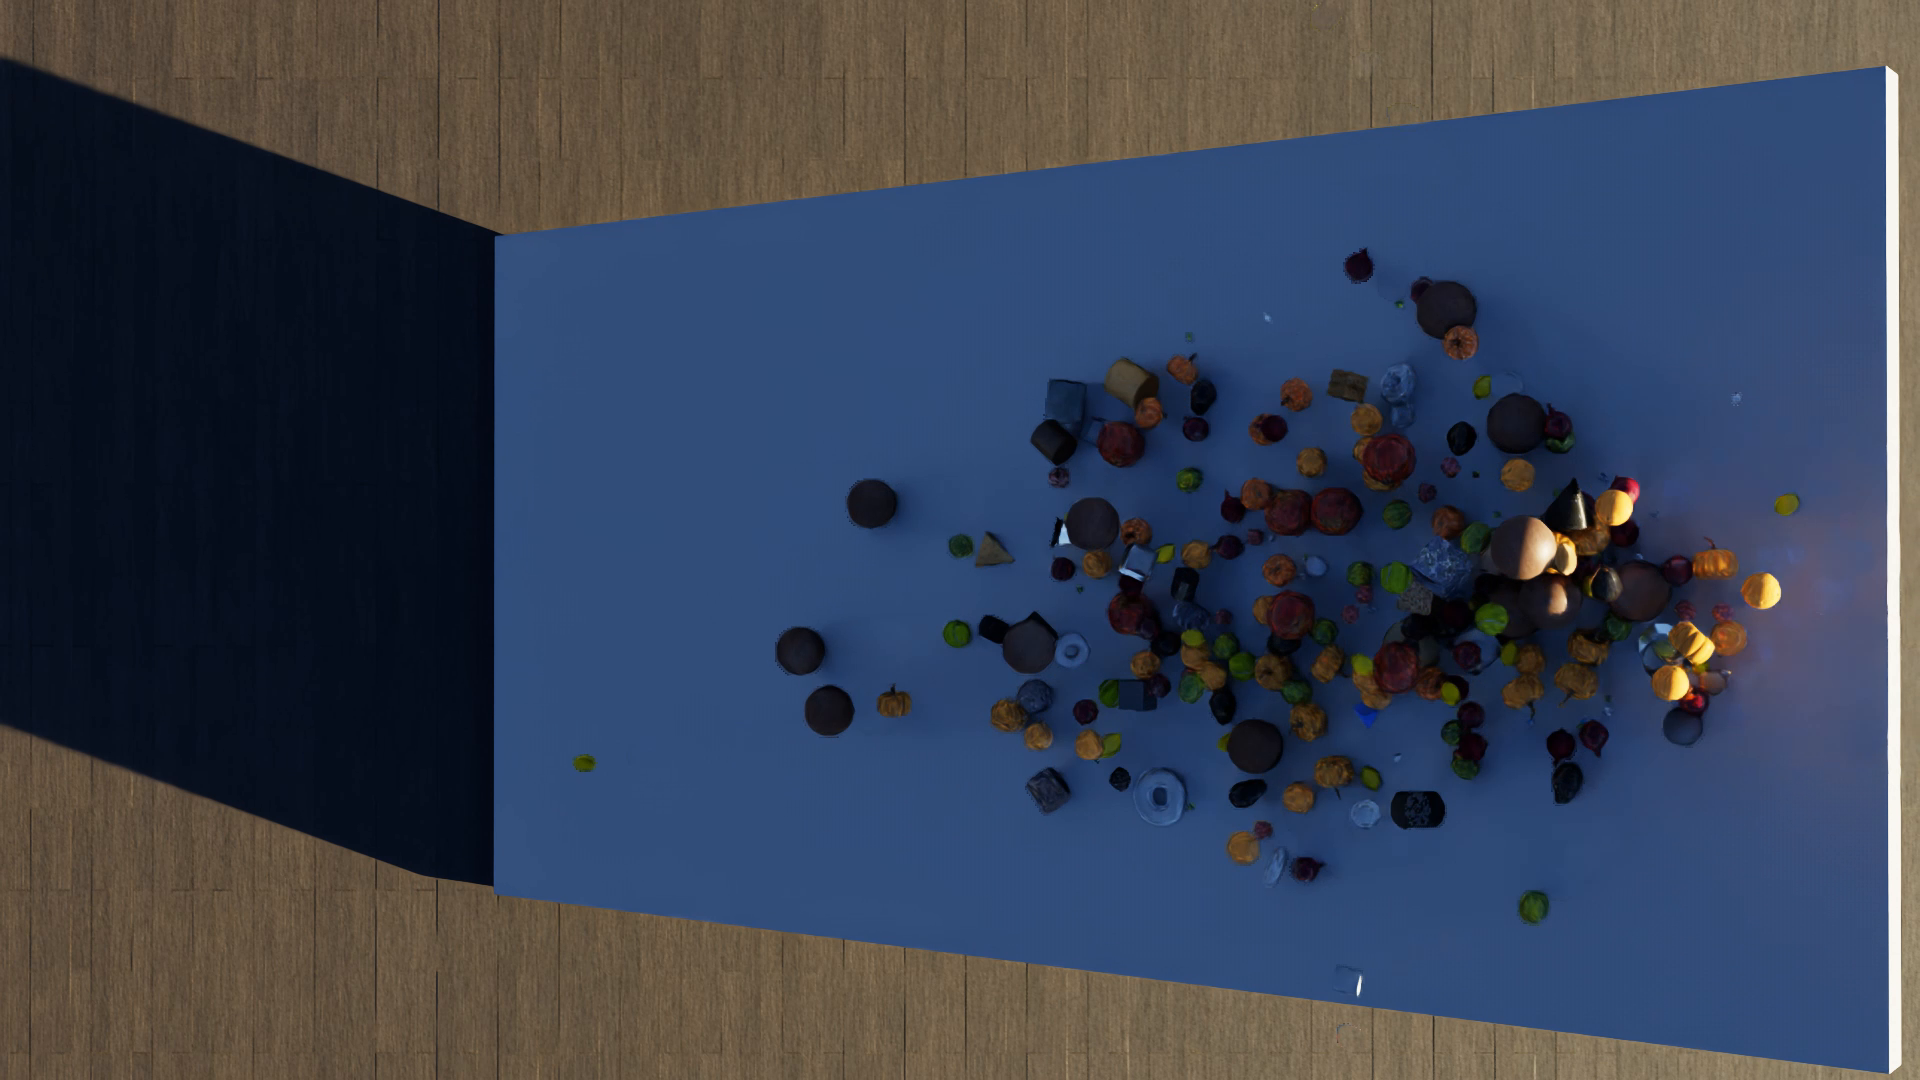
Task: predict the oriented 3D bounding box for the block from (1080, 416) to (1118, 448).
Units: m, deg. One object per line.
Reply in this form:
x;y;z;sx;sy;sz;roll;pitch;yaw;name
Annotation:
0.341;-0.264;5.401;0.056;0.056;0.056;38;111;29;block

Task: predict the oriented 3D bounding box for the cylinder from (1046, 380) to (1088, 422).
0.264;-0.344;5.426;0.094;0.094;0.094;7;98;0;cylinder

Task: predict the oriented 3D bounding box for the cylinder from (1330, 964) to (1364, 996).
0.854;0.972;4.854;0.057;0.057;0.057;11;90;20;cylinder

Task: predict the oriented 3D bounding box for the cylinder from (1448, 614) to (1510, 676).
1.134;0.229;4.803;0.095;0.095;0.095;45;115;0;cylinder

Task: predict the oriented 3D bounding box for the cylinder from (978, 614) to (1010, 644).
0.086;0.227;5.577;0.057;0.057;0.057;26;90;34;cylinder

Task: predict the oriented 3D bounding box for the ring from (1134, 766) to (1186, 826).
0.482;0.618;5.299;0.142;0.047;0.142;1;91;35;ring

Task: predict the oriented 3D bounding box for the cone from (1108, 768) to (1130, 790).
0.378;0.587;5.368;0.056;0.056;0.056;0;89;36;cone

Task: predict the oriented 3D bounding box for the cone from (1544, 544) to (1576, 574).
1.212;0.043;4.484;0.062;0.062;0.062;4;82;-30;cone

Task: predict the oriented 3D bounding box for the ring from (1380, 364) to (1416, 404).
0.983;-0.352;4.938;0.032;0.096;0.096;24;90;-31;ring

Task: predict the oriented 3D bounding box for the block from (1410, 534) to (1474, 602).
1.050;0.062;4.790;0.090;0.090;0.090;39;84;30;block

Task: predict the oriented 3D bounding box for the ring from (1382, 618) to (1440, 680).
1.010;0.244;4.927;0.135;0.045;0.135;1;91;35;ring

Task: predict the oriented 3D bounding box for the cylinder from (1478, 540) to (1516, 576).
1.140;0.038;4.668;0.057;0.057;0.057;29;111;0;cylinder

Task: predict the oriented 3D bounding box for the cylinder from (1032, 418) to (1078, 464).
0.234;-0.244;5.460;0.083;0.083;0.083;-45;63;0;cylinder

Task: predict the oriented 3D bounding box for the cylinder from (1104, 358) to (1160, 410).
0.415;-0.377;5.324;0.095;0.095;0.095;34;90;31;cylinder

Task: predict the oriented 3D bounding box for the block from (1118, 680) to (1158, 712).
0.431;0.375;5.323;0.070;0.070;0.070;2;91;35;block

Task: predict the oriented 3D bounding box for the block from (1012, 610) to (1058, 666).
0.191;0.244;5.461;0.079;0.079;0.079;-40;51;-8;block

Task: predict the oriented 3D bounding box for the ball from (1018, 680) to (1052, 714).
0.186;0.390;5.488;0.085;0.085;0.085;0;90;0;ball

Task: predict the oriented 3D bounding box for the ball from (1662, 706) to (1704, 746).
1.497;0.386;4.555;0.081;0.081;0.081;0;90;0;ball

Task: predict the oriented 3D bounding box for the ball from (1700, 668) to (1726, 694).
1.552;0.292;4.533;0.054;0.054;0.054;0;90;0;ball

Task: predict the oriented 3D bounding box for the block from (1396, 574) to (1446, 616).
1.030;0.122;4.891;0.080;0.080;0.080;12;97;35;block

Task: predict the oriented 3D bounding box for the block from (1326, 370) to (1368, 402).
0.865;-0.344;4.908;0.058;0.058;0.058;15;91;-33;block

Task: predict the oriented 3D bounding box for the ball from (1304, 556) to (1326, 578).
0.817;0.062;5.061;0.052;0.052;0.052;0;90;0;ball

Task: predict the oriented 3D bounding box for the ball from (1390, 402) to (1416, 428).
0.993;-0.280;4.934;0.058;0.058;0.058;0;90;0;ball

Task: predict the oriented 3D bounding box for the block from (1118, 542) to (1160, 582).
0.423;0.051;5.211;0.065;0.065;0.065;23;75;-9;block

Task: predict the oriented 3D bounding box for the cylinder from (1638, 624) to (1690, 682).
1.449;0.232;4.525;0.093;0.093;0.093;3;109;10;cylinder

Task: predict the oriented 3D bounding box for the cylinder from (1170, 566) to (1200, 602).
0.531;0.105;5.197;0.059;0.059;0.059;11;131;0;cylinder

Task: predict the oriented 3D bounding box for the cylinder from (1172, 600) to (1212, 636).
0.552;0.183;5.232;0.066;0.066;0.066;36;90;41;cylinder

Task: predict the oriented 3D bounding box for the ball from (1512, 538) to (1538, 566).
1.205;0.025;4.693;0.058;0.058;0.058;0;90;0;ball

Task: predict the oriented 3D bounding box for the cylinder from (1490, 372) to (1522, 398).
1.191;-0.339;4.792;0.053;0.053;0.053;6;100;35;cylinder

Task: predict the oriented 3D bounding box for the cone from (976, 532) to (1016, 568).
0.100;0.040;5.578;0.095;0.095;0.095;19;90;7;cone

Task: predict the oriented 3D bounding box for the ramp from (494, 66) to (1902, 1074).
0.241;0.067;5.565;4.000;0.100;2.000;0;89;36;ramp

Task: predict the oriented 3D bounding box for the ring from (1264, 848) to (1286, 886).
0.730;0.756;5.097;0.031;0.093;0.093;21;90;14;ring

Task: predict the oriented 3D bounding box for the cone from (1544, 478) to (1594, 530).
1.268;-0.089;4.558;0.098;0.098;0.098;-2;124;0;cone

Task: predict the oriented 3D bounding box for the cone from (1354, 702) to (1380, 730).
0.927;0.407;4.995;0.060;0.060;0.060;-9;116;0;cone

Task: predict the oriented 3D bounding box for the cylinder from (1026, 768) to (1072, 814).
0.221;0.622;5.462;0.080;0.080;0.080;-34;66;0;cylinder

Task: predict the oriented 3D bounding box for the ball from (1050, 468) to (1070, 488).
0.247;-0.154;5.470;0.050;0.050;0.050;0;90;0;ball

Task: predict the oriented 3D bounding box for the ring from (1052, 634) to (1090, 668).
0.269;0.268;5.316;0.093;0.031;0.093;-3;115;-7;ring

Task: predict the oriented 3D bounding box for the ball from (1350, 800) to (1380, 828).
0.918;0.620;4.976;0.066;0.066;0.066;0;90;0;ball

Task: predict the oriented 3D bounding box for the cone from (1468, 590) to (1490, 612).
1.134;0.144;4.852;0.051;0.051;0.051;10;66;-22;cone
